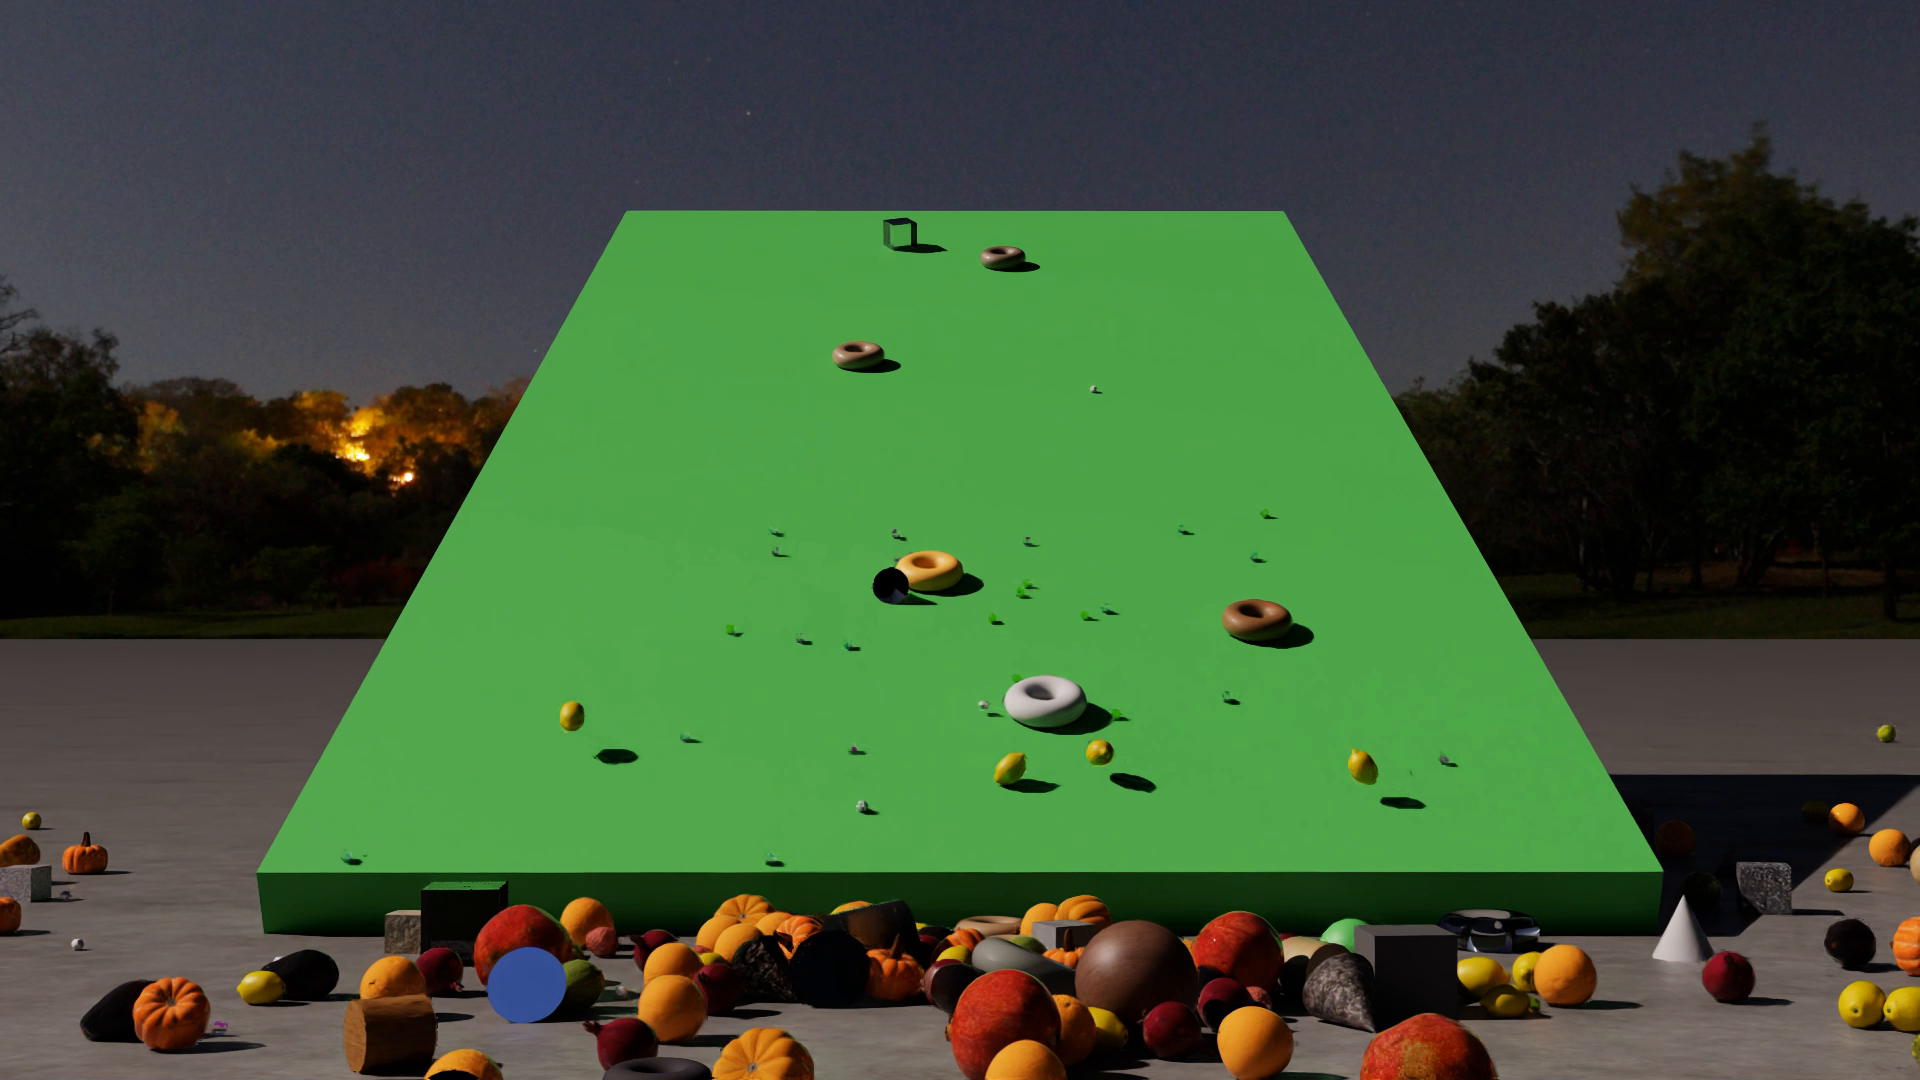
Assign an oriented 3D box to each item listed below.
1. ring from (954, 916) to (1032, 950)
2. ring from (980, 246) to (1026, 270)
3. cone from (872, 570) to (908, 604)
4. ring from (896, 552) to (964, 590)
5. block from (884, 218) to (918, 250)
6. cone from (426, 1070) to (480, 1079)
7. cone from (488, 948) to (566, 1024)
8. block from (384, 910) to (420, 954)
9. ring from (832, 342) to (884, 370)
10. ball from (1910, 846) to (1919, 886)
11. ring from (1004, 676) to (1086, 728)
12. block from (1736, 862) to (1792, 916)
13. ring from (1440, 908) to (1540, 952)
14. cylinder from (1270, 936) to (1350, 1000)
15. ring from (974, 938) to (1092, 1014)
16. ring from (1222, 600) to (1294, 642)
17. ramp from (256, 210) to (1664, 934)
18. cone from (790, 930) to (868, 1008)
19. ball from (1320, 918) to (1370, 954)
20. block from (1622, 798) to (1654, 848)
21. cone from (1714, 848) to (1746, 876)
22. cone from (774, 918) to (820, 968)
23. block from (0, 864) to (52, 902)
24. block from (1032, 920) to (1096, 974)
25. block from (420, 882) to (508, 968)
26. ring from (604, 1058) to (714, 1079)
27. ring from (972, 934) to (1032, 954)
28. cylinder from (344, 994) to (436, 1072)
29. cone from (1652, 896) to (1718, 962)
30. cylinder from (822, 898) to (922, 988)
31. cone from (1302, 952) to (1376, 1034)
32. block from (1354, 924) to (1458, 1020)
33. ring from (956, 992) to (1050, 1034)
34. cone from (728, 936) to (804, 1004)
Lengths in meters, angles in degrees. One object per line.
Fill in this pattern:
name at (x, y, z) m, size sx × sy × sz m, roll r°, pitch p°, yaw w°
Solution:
ring at (0.049, 0.540, 3.141) m, size 0.115 × 0.038 × 0.115 m, roll 1°, pitch -2°, yaw 0°
ring at (0.119, -0.783, 6.363) m, size 0.130 × 0.043 × 0.130 m, roll -1°, pitch 23°, yaw 0°
cone at (-0.121, 0.086, 4.185) m, size 0.066 × 0.066 × 0.066 m, roll 0°, pitch 2°, yaw 11°
ring at (-0.057, 0.057, 4.243) m, size 0.126 × 0.042 × 0.126 m, roll -1°, pitch 23°, yaw 0°
block at (-0.171, -0.875, 6.551) m, size 0.073 × 0.073 × 0.073 m, roll -10°, pitch 24°, yaw -23°
cone at (-0.433, 0.494, 1.937) m, size 0.072 × 0.072 × 0.072 m, roll 1°, pitch -29°, yaw -20°
cone at (-0.485, 0.517, 2.589) m, size 0.088 × 0.088 × 0.088 m, roll 0°, pitch -29°, yaw -4°
block at (-0.745, 0.531, 3.103) m, size 0.052 × 0.052 × 0.052 m, roll 0°, pitch -2°, yaw 6°
ring at (-0.244, -0.443, 5.502) m, size 0.128 × 0.043 × 0.128 m, roll -1°, pitch 23°, yaw 0°
ball at (1.622, 0.541, 3.799) m, size 0.088 × 0.088 × 0.088 m, roll 0°, pitch -2°, yaw 0°
ring at (0.139, 0.262, 3.723) m, size 0.134 × 0.045 × 0.134 m, roll -1°, pitch 23°, yaw 0°
block at (1.241, 0.538, 3.537) m, size 0.073 × 0.073 × 0.073 m, roll -1°, pitch -2°, yaw 14°
ring at (0.726, 0.536, 3.146) m, size 0.137 × 0.046 × 0.137 m, roll 0°, pitch -1°, yaw 0°
cylinder at (0.414, 0.504, 2.680) m, size 0.072 × 0.072 × 0.072 m, roll 1°, pitch -3°, yaw -26°
ring at (0.083, 0.498, 2.618) m, size 0.147 × 0.049 × 0.147 m, roll 23°, pitch -7°, yaw 3°
ring at (0.523, 0.142, 4.033) m, size 0.127 × 0.042 × 0.127 m, roll 1°, pitch 21°, yaw 0°
ramp at (-0.006, -0.219, 5.131) m, size 2.000 × 0.100 × 4.000 m, roll 0°, pitch 22°, yaw 0°
cone at (-0.146, 0.519, 2.691) m, size 0.094 × 0.094 × 0.094 m, roll 0°, pitch -29°, yaw 7°
ball at (0.478, 0.504, 2.795) m, size 0.082 × 0.082 × 0.082 m, roll 0°, pitch -2°, yaw 0°
block at (1.335, 0.572, 4.630) m, size 0.094 × 0.094 × 0.094 m, roll 1°, pitch -2°, yaw -17°
cone at (1.358, 0.584, 4.063) m, size 0.055 × 0.055 × 0.055 m, roll 2°, pitch -30°, yaw -44°
cone at (-0.192, 0.534, 2.938) m, size 0.074 × 0.074 × 0.074 m, roll -1°, pitch -29°, yaw 29°
block at (-1.506, 0.554, 3.695) m, size 0.055 × 0.055 × 0.055 m, roll -1°, pitch -2°, yaw 12°
block at (0.133, 0.520, 2.927) m, size 0.060 × 0.060 × 0.060 m, roll 1°, pitch -3°, yaw -29°
block at (-0.651, 0.504, 3.010) m, size 0.099 × 0.099 × 0.099 m, roll 0°, pitch -2°, yaw -4°
ring at (-0.277, 0.499, 2.102) m, size 0.104 × 0.035 × 0.104 m, roll 1°, pitch -1°, yaw 0°
ring at (0.064, 0.536, 2.993) m, size 0.098 × 0.033 × 0.098 m, roll -1°, pitch -2°, yaw 0°
cylinder at (-0.565, 0.488, 2.270) m, size 0.070 × 0.070 × 0.070 m, roll 1°, pitch -3°, yaw -32°
cone at (0.962, 0.513, 3.044) m, size 0.084 × 0.084 × 0.084 m, roll 0°, pitch -2°, yaw 0°
cylinder at (-0.107, 0.489, 2.765) m, size 0.094 × 0.094 × 0.094 m, roll -10°, pitch 1°, yaw -20°
cone at (0.434, 0.513, 2.502) m, size 0.088 × 0.088 × 0.088 m, roll 1°, pitch 24°, yaw -21°
block at (0.505, 0.490, 2.600) m, size 0.094 × 0.094 × 0.094 m, roll 0°, pitch -2°, yaw -4°
ring at (0.047, 0.515, 2.494) m, size 0.104 × 0.035 × 0.104 m, roll 0°, pitch -4°, yaw 0°
cone at (-0.212, 0.521, 2.685) m, size 0.084 × 0.084 × 0.084 m, roll 29°, pitch 13°, yaw 29°
